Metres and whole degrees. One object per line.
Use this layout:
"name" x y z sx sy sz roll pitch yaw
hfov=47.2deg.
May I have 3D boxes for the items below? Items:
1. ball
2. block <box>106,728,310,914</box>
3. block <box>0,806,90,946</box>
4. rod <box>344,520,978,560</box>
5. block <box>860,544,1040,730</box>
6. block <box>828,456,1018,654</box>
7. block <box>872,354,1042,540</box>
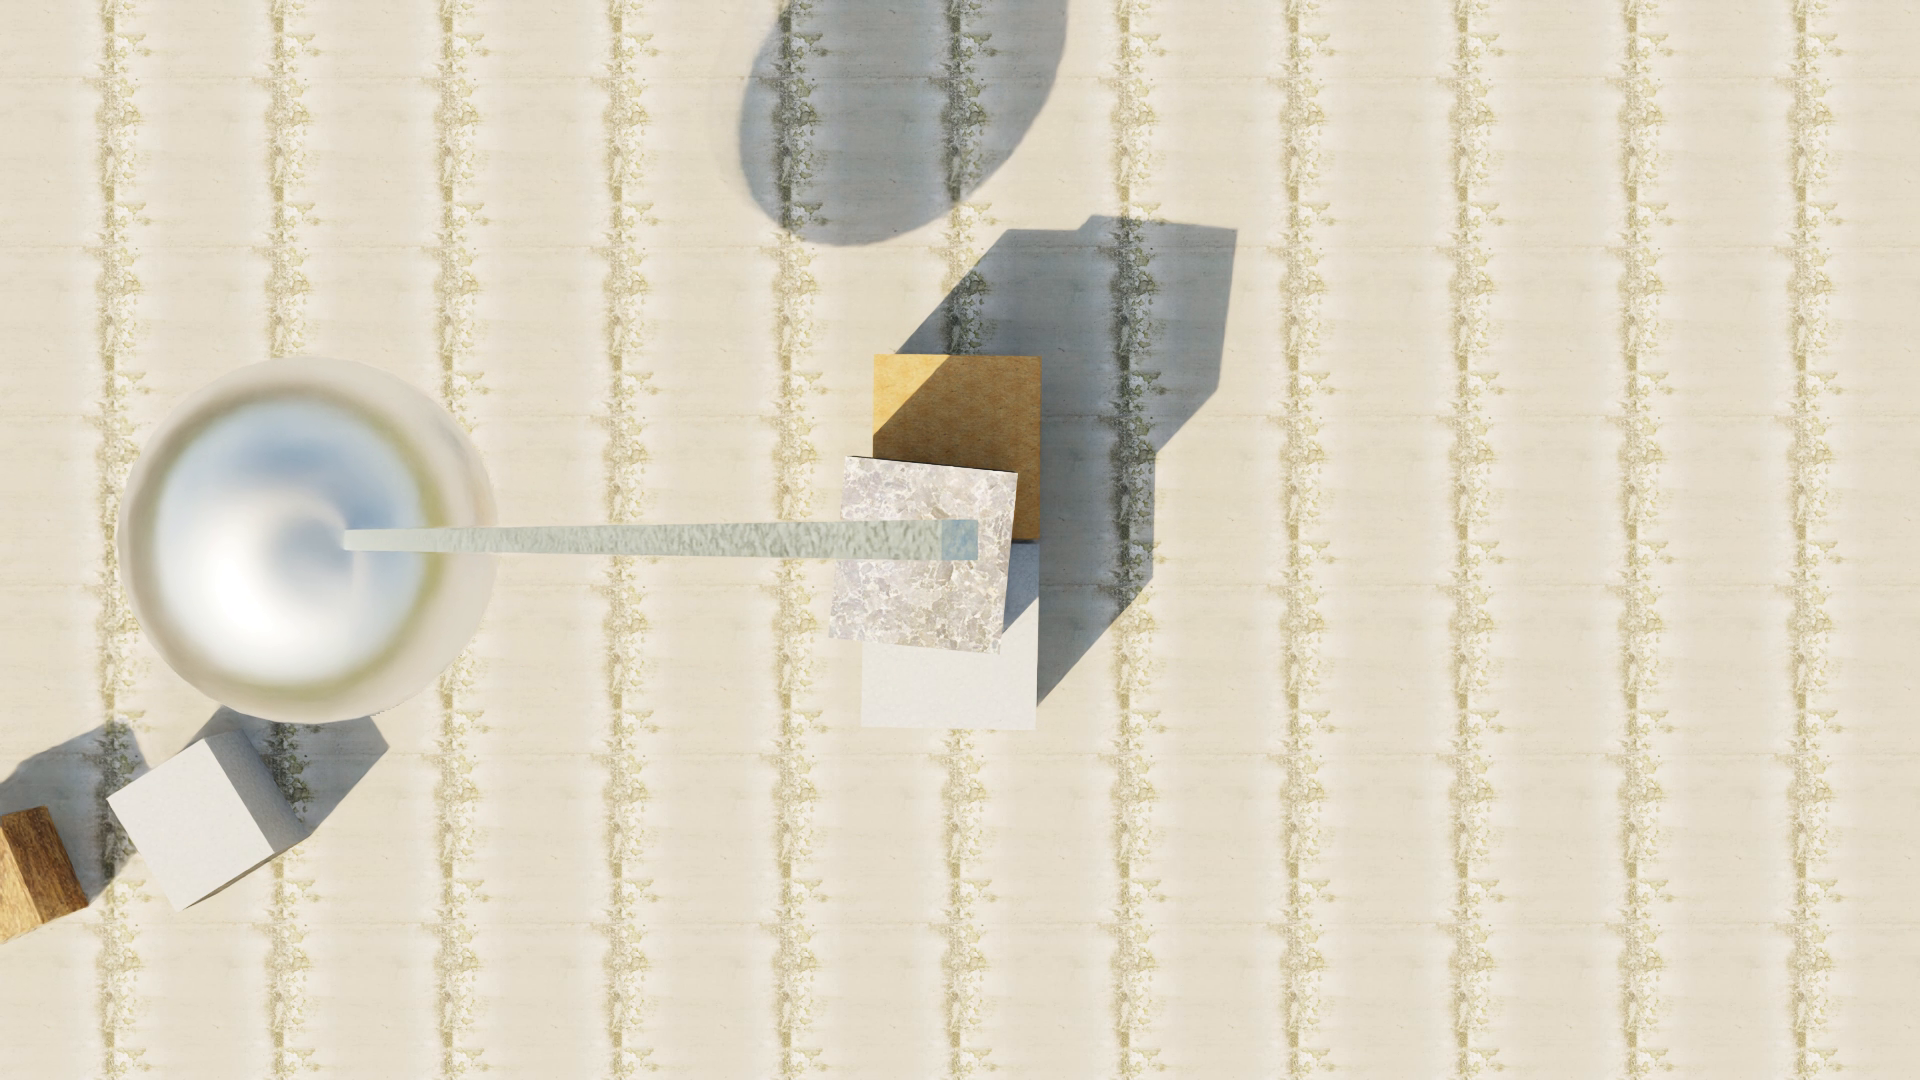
"ball" -2.808 0.000 9.549 1.600 1.600 1.600 0 90 0
"block" -4.318 1.603 12.668 0.642 0.665 0.756 -32 90 0
"block" -5.580 1.995 12.666 0.668 0.656 0.650 -24 89 0
"rod" -1.217 0.000 6.544 0.080 5.200 0.080 0 90 -28
"block" -0.053 0.519 12.490 0.953 1.020 1.015 1 90 0
"block" -0.188 0.062 11.542 0.874 0.833 0.925 6 92 0
"block" -0.019 -0.507 12.478 0.913 1.044 0.996 1 90 0
